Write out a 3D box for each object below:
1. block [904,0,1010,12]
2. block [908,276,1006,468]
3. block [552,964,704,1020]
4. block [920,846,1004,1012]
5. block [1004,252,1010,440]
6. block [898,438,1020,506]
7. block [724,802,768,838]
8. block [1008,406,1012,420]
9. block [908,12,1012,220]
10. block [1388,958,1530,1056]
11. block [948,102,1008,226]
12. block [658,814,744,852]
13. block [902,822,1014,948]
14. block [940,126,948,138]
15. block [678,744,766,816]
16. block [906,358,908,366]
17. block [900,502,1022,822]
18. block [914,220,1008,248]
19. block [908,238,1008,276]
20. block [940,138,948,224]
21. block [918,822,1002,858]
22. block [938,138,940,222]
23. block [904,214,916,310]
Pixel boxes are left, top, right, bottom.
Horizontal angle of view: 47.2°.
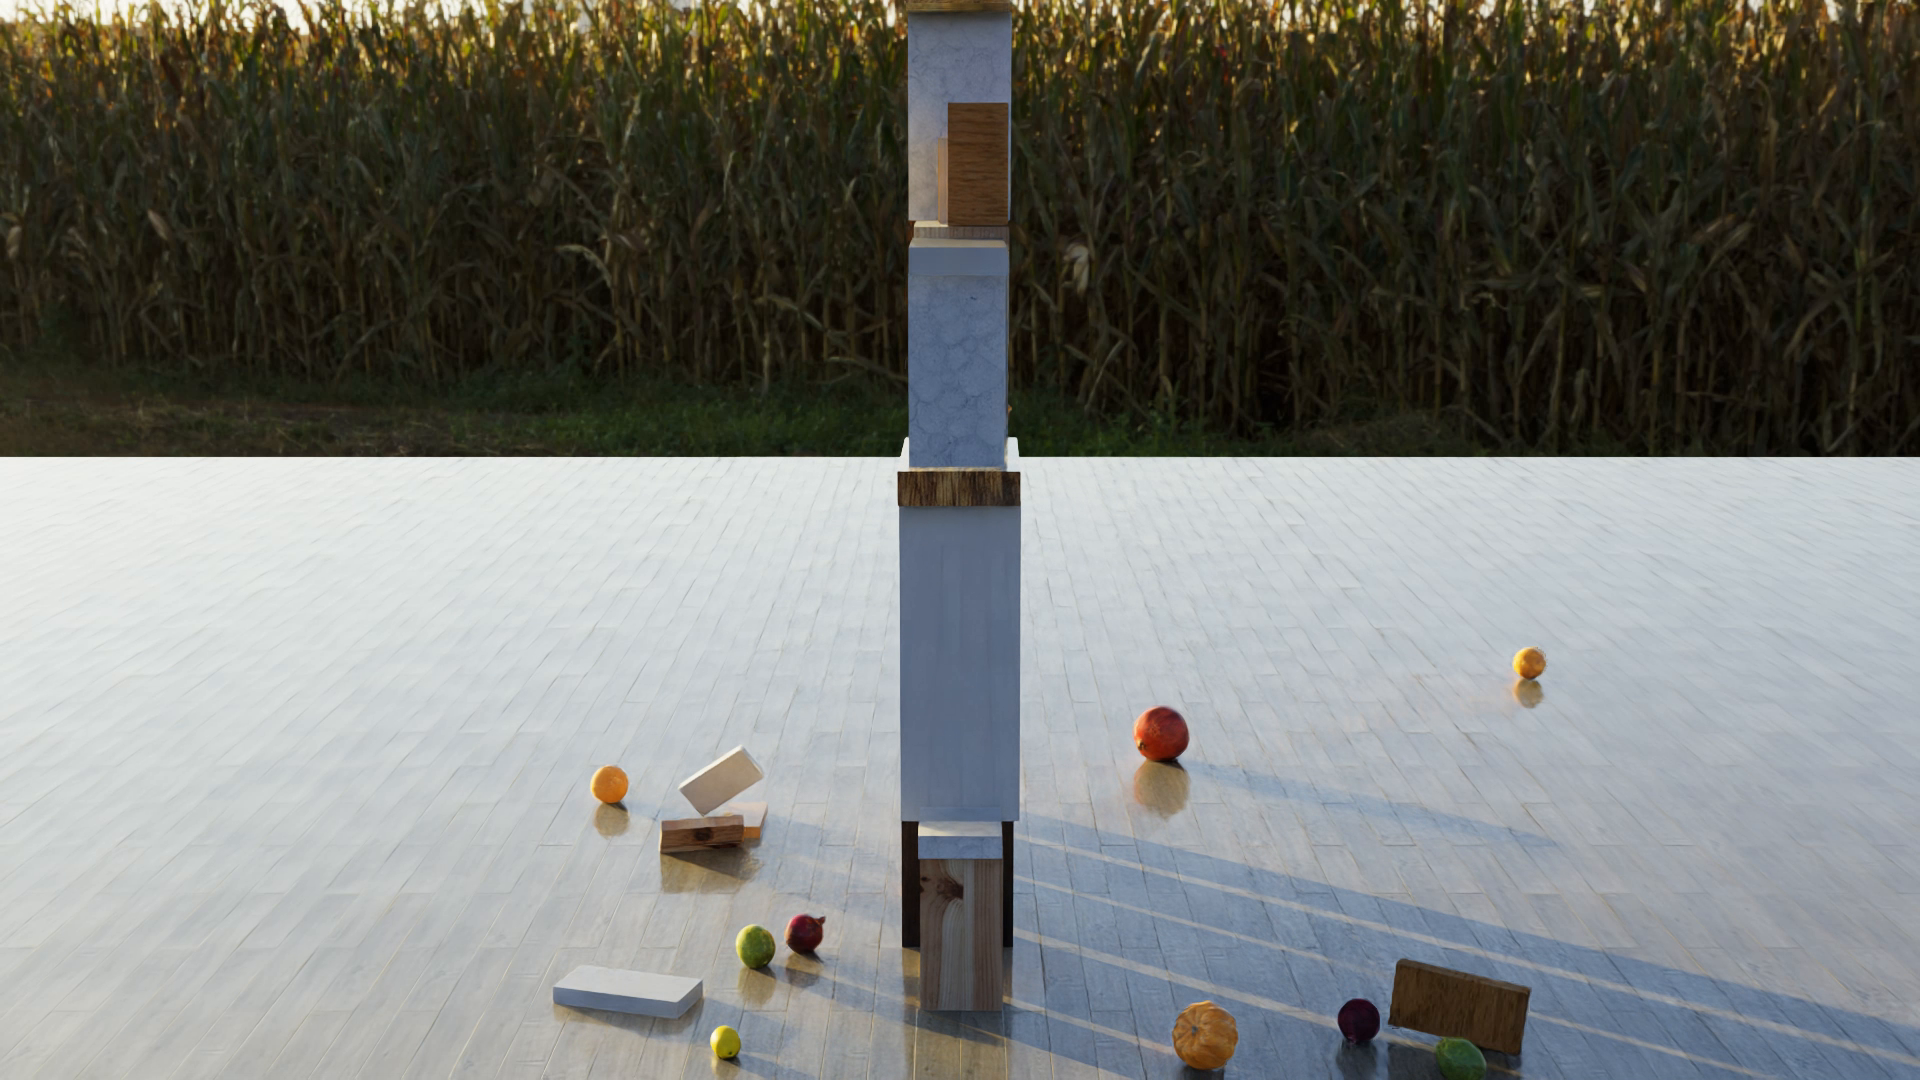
[{"bbox_3d":[-0.001,-0.858,3.519,0.162,0.046,0.323,0,3,1],"label":"block"},{"bbox_3d":[-0.004,-0.238,3.081,0.135,0.269,0.038,0,11,0],"label":"block"},{"bbox_3d":[-0.486,0.661,3.219,0.197,0.026,0.090,3,11,17],"label":"block"},{"bbox_3d":[0.003,0.561,3.175,0.119,0.238,0.034,0,11,2],"label":"block"},{"bbox_3d":[0.003,-0.295,3.350,0.142,0.283,0.040,0,10,1],"label":"block"},{"bbox_3d":[0.000,-0.103,3.221,0.171,0.049,0.343,0,11,0],"label":"block"},{"bbox_3d":[-0.396,0.513,4.029,0.072,0.020,0.144,0,11,1],"label":"block"},{"bbox_3d":[0.010,-0.150,3.760,0.117,0.033,0.234,17,52,-6],"label":"block"},{"bbox_3d":[-0.001,-0.669,3.476,0.162,0.323,0.046,0,14,0],"label":"block"},{"bbox_3d":[0.694,0.649,3.060,0.181,0.090,0.026,10,12,22],"label":"block"},{"bbox_3d":[0.027,-0.564,3.301,0.090,0.181,0.026,0,9,1],"label":"block"},{"bbox_3d":[-0.456,0.517,3.872,0.144,0.072,0.020,-3,51,-14],"label":"block"},{"bbox_3d":[-0.004,0.460,3.421,0.173,0.347,0.049,0,11,0],"label":"block"},{"bbox_3d":[0.004,-0.626,3.372,0.065,0.018,0.130,0,11,1],"label":"block"},{"bbox_3d":[-0.440,0.444,4.061,0.144,0.072,0.020,-33,19,13],"label":"block"},{"bbox_3d":[-0.025,-0.363,3.800,0.117,0.033,0.234,4,30,1],"label":"block"},{"bbox_3d":[0.000,0.172,3.155,0.171,0.467,0.049,0,11,0],"label":"block"},{"bbox_3d":[0.002,-0.472,3.413,0.142,0.040,0.283,0,11,0],"label":"block"},{"bbox_3d":[-0.003,-0.406,3.141,0.135,0.038,0.269,0,11,0],"label":"block"},{"bbox_3d":[0.001,-0.545,3.343,0.065,0.130,0.018,0,11,-1],"label":"block"},{"bbox_3d":[0.000,0.413,3.228,0.119,0.034,0.238,0,11,0],"label":"block"},{"bbox_3d":[-0.001,-0.561,3.425,0.065,0.130,0.018,0,12,1],"label":"block"},{"bbox_3d":[-0.005,-0.615,3.725,0.162,0.478,0.046,4,30,2],"label":"block"}]
